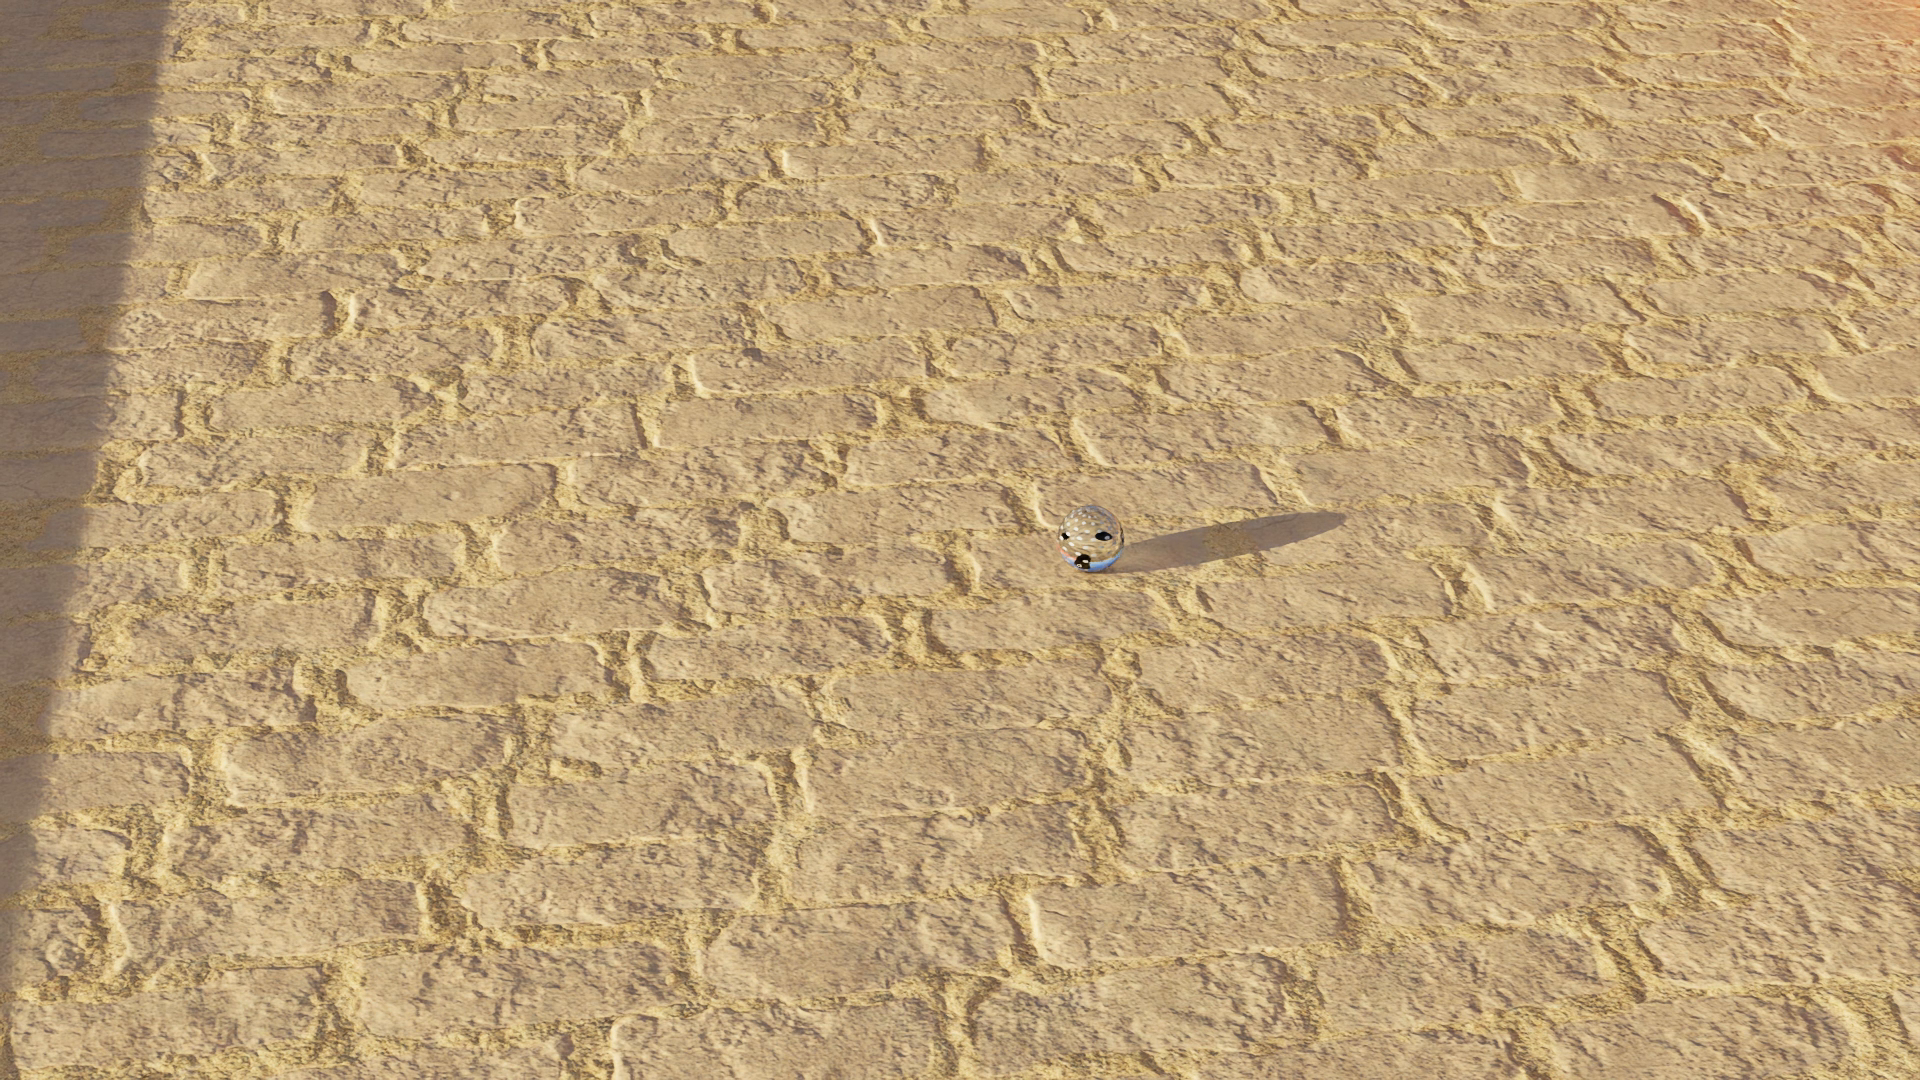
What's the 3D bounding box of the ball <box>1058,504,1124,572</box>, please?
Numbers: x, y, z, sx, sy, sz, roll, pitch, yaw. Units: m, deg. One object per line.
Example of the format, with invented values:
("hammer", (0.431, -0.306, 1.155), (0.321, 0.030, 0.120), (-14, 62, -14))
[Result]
("ball", (0.078, -0.001, 1.751), (0.040, 0.040, 0.040), (0, 30, 0))
